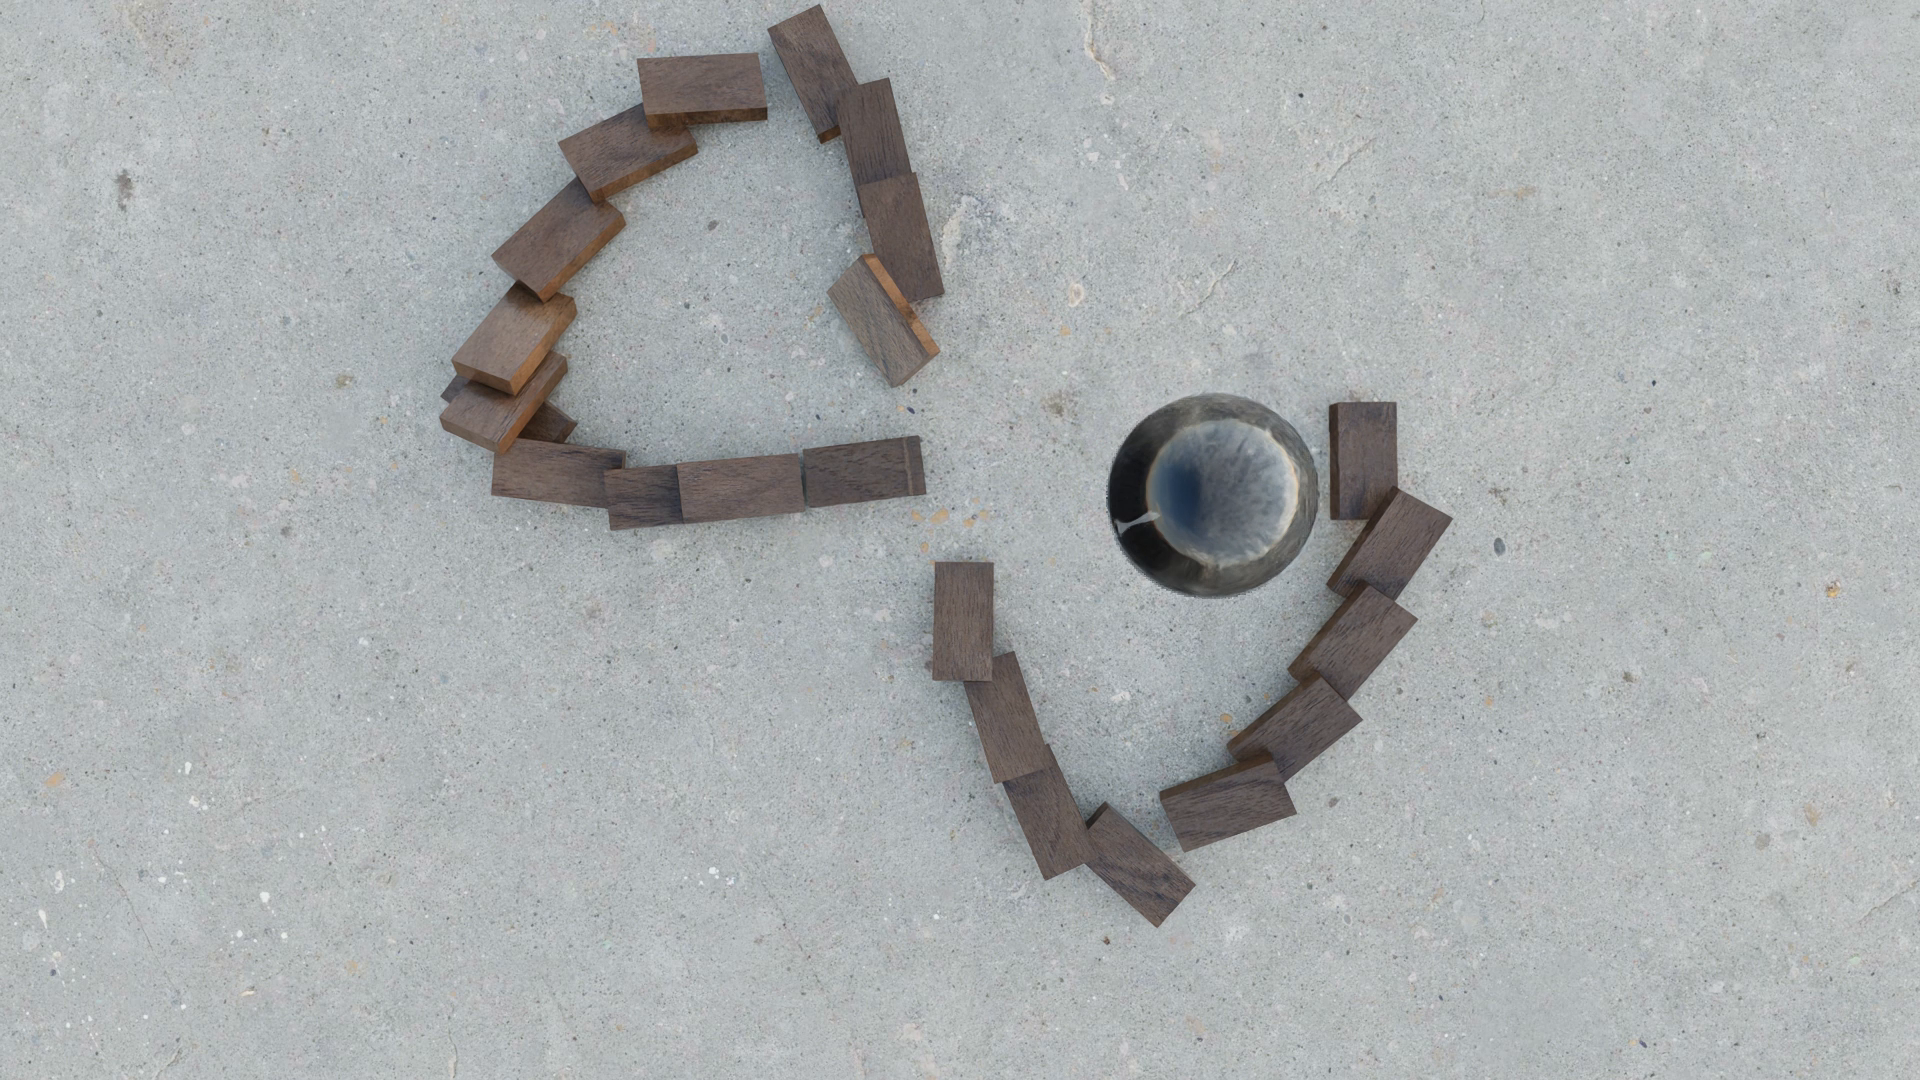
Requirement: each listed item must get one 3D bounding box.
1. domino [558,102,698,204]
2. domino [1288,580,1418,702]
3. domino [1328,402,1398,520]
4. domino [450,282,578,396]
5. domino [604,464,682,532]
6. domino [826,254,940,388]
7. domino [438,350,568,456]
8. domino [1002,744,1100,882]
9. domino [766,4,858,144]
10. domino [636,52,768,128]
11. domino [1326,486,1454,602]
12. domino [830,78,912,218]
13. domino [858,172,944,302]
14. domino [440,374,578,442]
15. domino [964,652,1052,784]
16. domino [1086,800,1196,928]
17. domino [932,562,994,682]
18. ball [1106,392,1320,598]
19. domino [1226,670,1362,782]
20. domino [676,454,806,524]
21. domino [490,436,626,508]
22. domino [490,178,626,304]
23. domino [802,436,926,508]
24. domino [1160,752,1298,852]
[{"bbox_3d":[-0.141,-0.167,0.390,0.050,0.010,0.025,-32,90,-12],"label":"domino"},{"bbox_3d":[0.166,0.045,0.389,0.025,0.010,0.050,35,104,0],"label":"domino"},{"bbox_3d":[0.174,-0.034,0.395,0.025,0.010,0.050,-1,90,0],"label":"domino"},{"bbox_3d":[-0.185,-0.085,0.383,0.025,0.010,0.050,20,59,0],"label":"domino"},{"bbox_3d":[-0.123,-0.019,0.389,0.050,0.009,0.025,-7,90,-15],"label":"domino"},{"bbox_3d":[-0.033,-0.093,0.389,0.025,0.009,0.050,-34,90,36],"label":"domino"},{"bbox_3d":[-0.189,-0.061,0.381,0.025,0.010,0.050,25,59,-5],"label":"domino"},{"bbox_3d":[0.037,0.115,0.389,0.025,0.010,0.050,-24,76,0],"label":"domino"},{"bbox_3d":[-0.060,-0.201,0.395,0.025,0.010,0.050,-26,90,0],"label":"domino"},{"bbox_3d":[-0.109,-0.191,0.389,0.050,0.010,0.025,-9,85,-12],"label":"domino"},{"bbox_3d":[0.181,0.005,0.388,0.025,0.010,0.050,28,107,0],"label":"domino"},{"bbox_3d":[-0.036,-0.166,0.389,0.025,0.009,0.050,-14,104,0],"label":"domino"},{"bbox_3d":[-0.025,-0.127,0.390,0.025,0.009,0.050,-14,104,0],"label":"domino"},{"bbox_3d":[-0.194,-0.056,0.395,0.050,0.009,0.025,37,90,0],"label":"domino"},{"bbox_3d":[0.019,0.075,0.390,0.025,0.010,0.050,-18,77,0],"label":"domino"},{"bbox_3d":[0.074,0.140,0.395,0.050,0.010,0.025,42,90,0],"label":"domino"},{"bbox_3d":[0.002,0.035,0.390,0.025,0.010,0.050,1,78,2],"label":"domino"},{"bbox_3d":[0.098,-0.017,0.360,0.080,0.080,0.080,0,90,0],"label":"ball"},{"bbox_3d":[0.142,0.082,0.390,0.050,0.010,0.025,-44,90,13],"label":"domino"},{"bbox_3d":[-0.093,-0.022,0.388,0.050,0.010,0.025,-7,90,-19],"label":"domino"},{"bbox_3d":[-0.170,-0.029,0.389,0.050,0.010,0.025,7,97,-12],"label":"domino"},{"bbox_3d":[-0.170,-0.128,0.389,0.025,0.009,0.050,39,76,0],"label":"domino"},{"bbox_3d":[-0.041,-0.029,0.395,0.050,0.009,0.025,-7,90,0],"label":"domino"},{"bbox_3d":[0.113,0.112,0.389,0.050,0.010,0.025,-24,94,12],"label":"domino"}]
